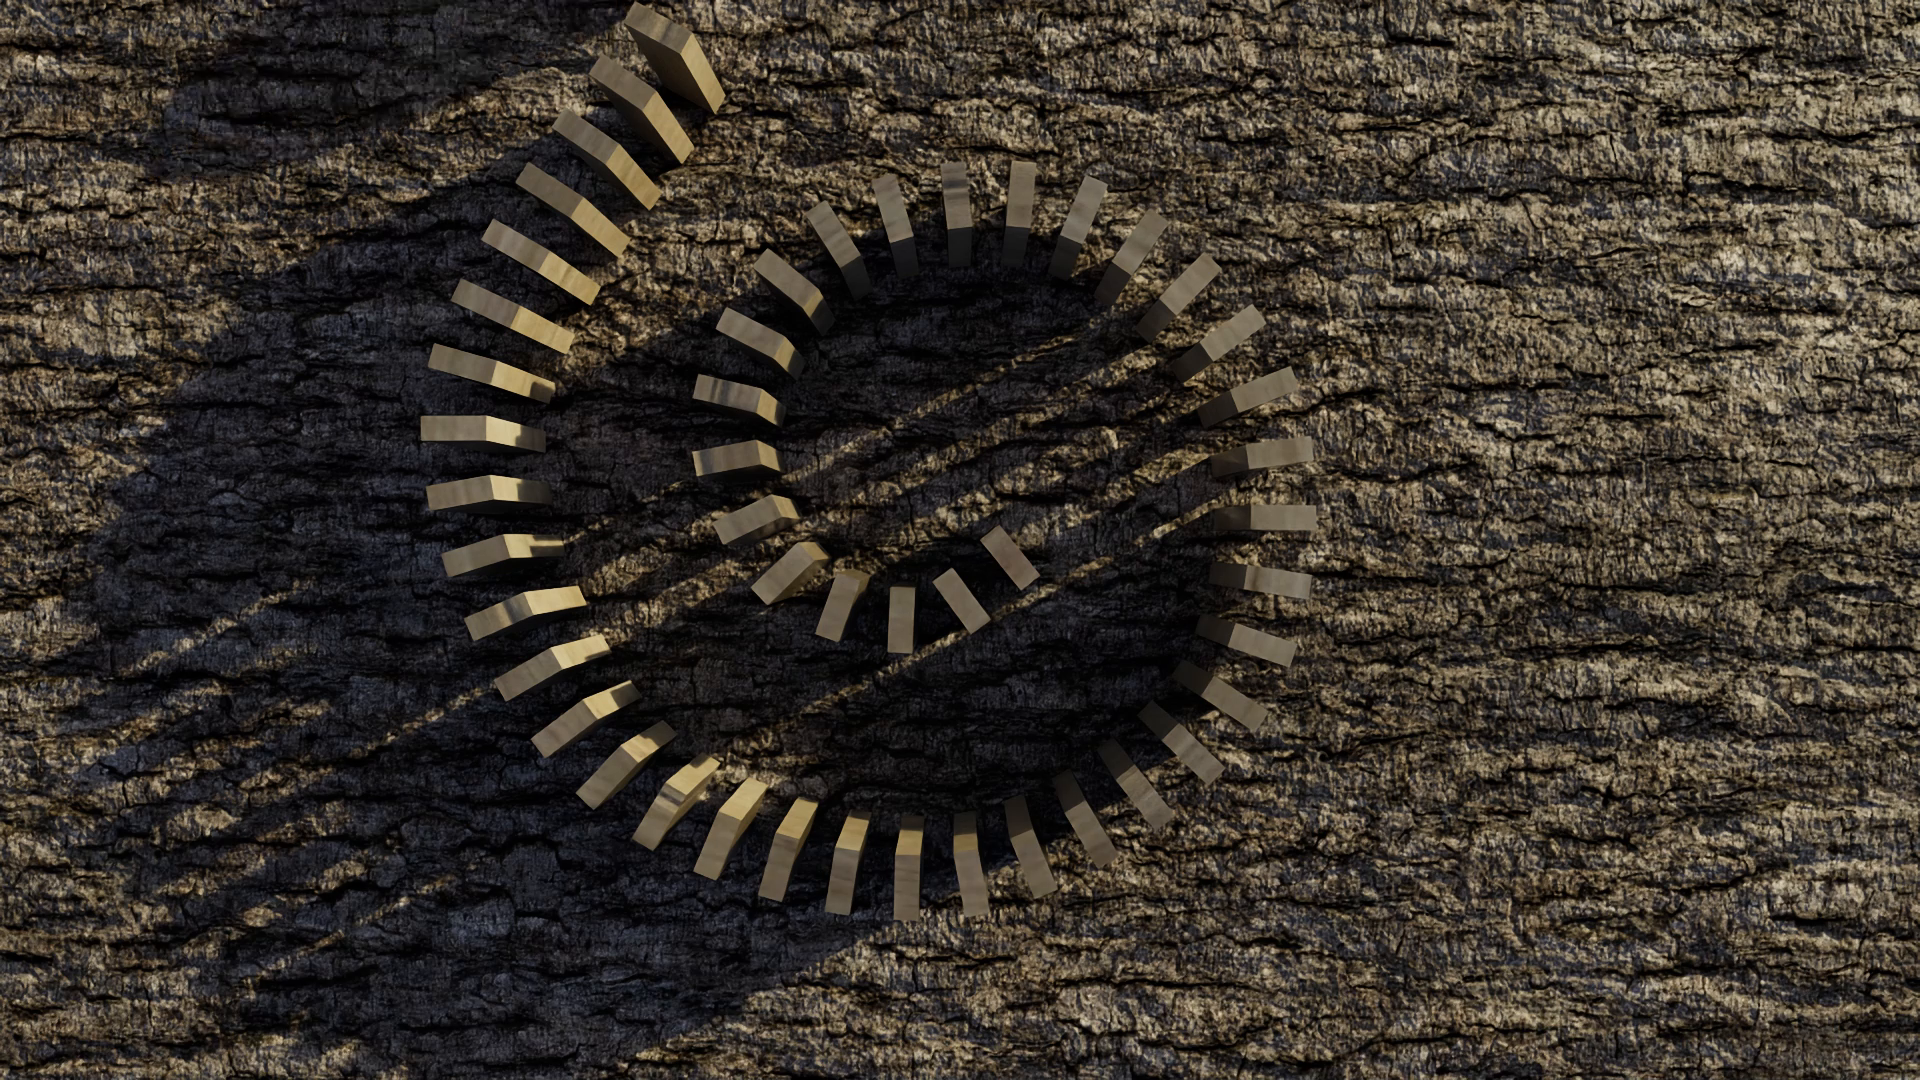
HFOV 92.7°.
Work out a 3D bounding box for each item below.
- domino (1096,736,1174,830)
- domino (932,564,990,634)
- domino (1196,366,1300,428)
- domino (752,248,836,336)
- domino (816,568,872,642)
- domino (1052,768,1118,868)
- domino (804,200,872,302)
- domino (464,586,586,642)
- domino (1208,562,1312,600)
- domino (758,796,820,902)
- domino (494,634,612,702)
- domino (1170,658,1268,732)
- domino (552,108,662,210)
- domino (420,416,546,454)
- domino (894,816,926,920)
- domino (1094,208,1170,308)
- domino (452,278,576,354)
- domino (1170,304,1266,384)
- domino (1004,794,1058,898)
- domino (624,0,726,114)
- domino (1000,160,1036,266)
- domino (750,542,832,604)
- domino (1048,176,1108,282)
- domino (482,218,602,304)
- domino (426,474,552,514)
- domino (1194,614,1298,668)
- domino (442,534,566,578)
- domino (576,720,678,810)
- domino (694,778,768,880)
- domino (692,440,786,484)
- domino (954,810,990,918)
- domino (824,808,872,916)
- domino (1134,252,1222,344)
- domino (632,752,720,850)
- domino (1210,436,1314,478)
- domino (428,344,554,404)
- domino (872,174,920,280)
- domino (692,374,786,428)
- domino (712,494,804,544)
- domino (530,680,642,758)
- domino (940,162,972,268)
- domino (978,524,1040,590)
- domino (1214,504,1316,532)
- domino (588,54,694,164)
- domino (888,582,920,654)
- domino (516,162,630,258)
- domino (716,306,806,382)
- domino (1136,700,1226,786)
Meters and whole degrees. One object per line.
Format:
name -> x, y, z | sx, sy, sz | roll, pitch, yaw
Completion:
domino -> 0.071, 0.098, 0.375 | 0.009, 0.050, 0.025 | -38, 90, 0
domino -> 0.001, 0.023, 0.375 | 0.010, 0.050, 0.025 | -36, 90, 0
domino -> 0.116, -0.058, 0.375 | 0.025, 0.050, 0.009 | -21, 90, 0
domino -> -0.067, -0.100, 0.375 | 0.025, 0.050, 0.009 | 39, 90, 0
domino -> -0.047, 0.026, 0.375 | 0.010, 0.050, 0.025 | 20, 90, 0
domino -> 0.050, 0.113, 0.375 | 0.010, 0.050, 0.025 | -31, 90, 0
domino -> -0.049, -0.117, 0.375 | 0.010, 0.050, 0.025 | -32, 90, 0
domino -> -0.176, 0.029, 0.375 | 0.025, 0.050, 0.010 | -24, 90, 0
domino -> 0.121, 0.016, 0.375 | 0.025, 0.050, 0.009 | 9, 90, 0
domino -> -0.069, 0.125, 0.375 | 0.009, 0.050, 0.025 | 16, 90, 0
domino -> -0.165, 0.051, 0.375 | 0.025, 0.050, 0.009 | -30, 90, 0
domino -> 0.105, 0.063, 0.375 | 0.025, 0.050, 0.009 | 33, 90, 0
domino -> -0.143, -0.155, 0.375 | 0.025, 0.050, 0.009 | 34, 90, 0
domino -> -0.193, -0.043, 0.375 | 0.025, 0.050, 0.009 | 0, 90, 0
domino -> -0.020, 0.133, 0.375 | 0.010, 0.050, 0.025 | 1, 90, 0
domino -> 0.069, -0.114, 0.375 | 0.009, 0.050, 0.025 | 35, 90, 0
domino -> -0.181, -0.091, 0.375 | 0.025, 0.050, 0.010 | 25, 90, 0
domino -> 0.104, -0.079, 0.375 | 0.025, 0.050, 0.009 | -36, 90, 0
domino -> 0.028, 0.124, 0.375 | 0.009, 0.050, 0.025 | -22, 90, 0
domino -> -0.116, -0.196, 0.375 | 0.025, 0.050, 0.009 | 29, 90, 0
domino -> 0.023, -0.132, 0.375 | 0.010, 0.050, 0.025 | 5, 90, 0
domino -> -0.068, 0.013, 0.375 | 0.025, 0.050, 0.009 | -44, 90, 0
domino -> 0.047, -0.126, 0.375 | 0.010, 0.050, 0.025 | 23, 90, 0
domino -> -0.170, -0.113, 0.375 | 0.025, 0.050, 0.010 | 30, 90, 0
domino -> -0.191, -0.018, 0.375 | 0.025, 0.050, 0.009 | -10, 90, 0
domino -> 0.116, 0.040, 0.375 | 0.025, 0.050, 0.009 | 19, 90, 0
domino -> -0.185, 0.006, 0.375 | 0.025, 0.050, 0.009 | -18, 90, 0
domino -> -0.135, 0.091, 0.375 | 0.010, 0.050, 0.025 | 43, 90, 0
domino -> -0.093, 0.117, 0.375 | 0.009, 0.050, 0.025 | 23, 90, 0
domino -> -0.089, -0.031, 0.375 | 0.025, 0.050, 0.010 | -11, 90, 0
domino -> 0.004, 0.131, 0.375 | 0.010, 0.050, 0.025 | -11, 90, 0
domino -> -0.045, 0.130, 0.375 | 0.009, 0.050, 0.025 | 9, 90, 0
domino -> 0.088, -0.098, 0.375 | 0.010, 0.050, 0.025 | 44, 90, 0
domino -> -0.115, 0.106, 0.375 | 0.009, 0.050, 0.025 | 31, 90, 0
domino -> 0.122, -0.033, 0.375 | 0.025, 0.050, 0.009 | -8, 90, 0
domino -> -0.190, -0.067, 0.375 | 0.025, 0.050, 0.009 | 16, 90, 0
domino -> -0.026, -0.127, 0.375 | 0.009, 0.050, 0.025 | -17, 90, 0
domino -> -0.089, -0.056, 0.375 | 0.025, 0.050, 0.010 | 13, 90, 0
domino -> -0.081, -0.008, 0.375 | 0.025, 0.050, 0.010 | -25, 90, 0
domino -> -0.151, 0.072, 0.375 | 0.025, 0.050, 0.009 | -37, 90, 0
domino -> -0.001, -0.132, 0.375 | 0.009, 0.050, 0.025 | -6, 90, 0
domino -> 0.019, 0.007, 0.375 | 0.010, 0.050, 0.025 | -39, 90, 0
domino -> 0.124, -0.009, 0.375 | 0.025, 0.050, 0.009 | 1, 90, 0
domino -> -0.129, -0.175, 0.375 | 0.025, 0.050, 0.009 | 35, 90, 0
domino -> -0.022, 0.031, 0.375 | 0.009, 0.050, 0.025 | 3, 90, 0
domino -> -0.157, -0.134, 0.375 | 0.025, 0.050, 0.009 | 33, 90, 0
domino -> -0.080, -0.079, 0.375 | 0.025, 0.050, 0.010 | 27, 90, 0
domino -> 0.089, 0.082, 0.375 | 0.025, 0.050, 0.010 | 44, 90, 0
